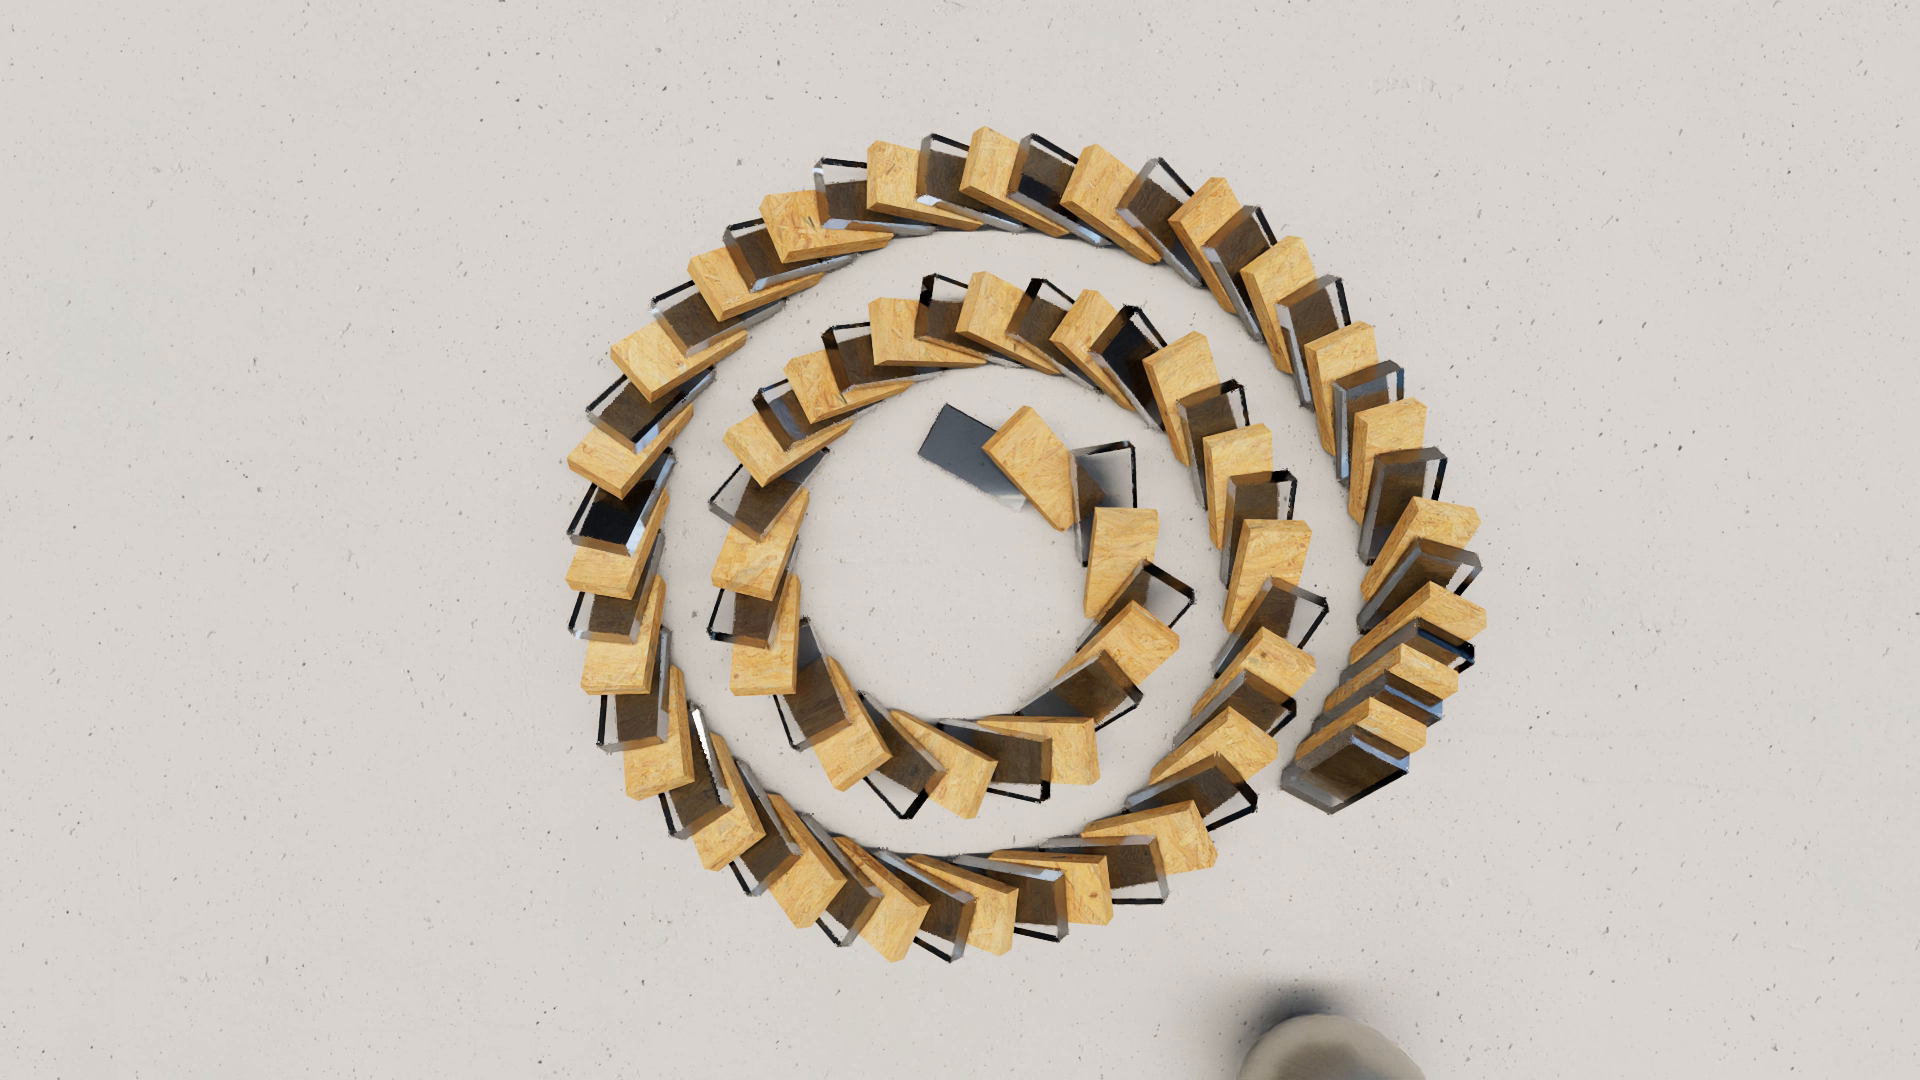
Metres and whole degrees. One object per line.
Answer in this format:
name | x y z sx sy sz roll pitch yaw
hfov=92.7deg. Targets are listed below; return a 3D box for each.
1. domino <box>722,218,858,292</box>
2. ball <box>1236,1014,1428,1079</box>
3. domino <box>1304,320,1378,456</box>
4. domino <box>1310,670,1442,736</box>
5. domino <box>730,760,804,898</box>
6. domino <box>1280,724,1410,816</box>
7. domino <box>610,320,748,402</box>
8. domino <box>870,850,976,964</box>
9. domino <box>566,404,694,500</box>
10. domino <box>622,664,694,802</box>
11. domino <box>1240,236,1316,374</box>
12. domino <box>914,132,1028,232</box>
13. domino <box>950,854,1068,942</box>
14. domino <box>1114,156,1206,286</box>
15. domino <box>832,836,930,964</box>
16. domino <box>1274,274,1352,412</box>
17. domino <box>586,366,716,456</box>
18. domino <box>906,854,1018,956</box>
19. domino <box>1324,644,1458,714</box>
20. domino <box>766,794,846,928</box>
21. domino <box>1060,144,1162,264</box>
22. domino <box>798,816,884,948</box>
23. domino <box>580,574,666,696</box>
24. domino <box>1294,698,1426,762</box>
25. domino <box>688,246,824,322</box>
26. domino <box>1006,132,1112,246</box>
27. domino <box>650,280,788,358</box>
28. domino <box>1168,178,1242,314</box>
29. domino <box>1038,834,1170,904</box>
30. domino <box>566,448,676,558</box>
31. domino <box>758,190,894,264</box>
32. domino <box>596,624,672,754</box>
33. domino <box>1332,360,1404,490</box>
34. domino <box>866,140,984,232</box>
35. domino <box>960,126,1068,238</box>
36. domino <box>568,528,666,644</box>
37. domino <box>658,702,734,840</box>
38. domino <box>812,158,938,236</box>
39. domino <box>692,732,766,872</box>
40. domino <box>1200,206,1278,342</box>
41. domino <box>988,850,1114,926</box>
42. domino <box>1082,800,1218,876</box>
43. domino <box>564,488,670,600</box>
domino | -0.070 -0.123 0.382 0.050 0.009 0.025 -28 88 -32
ball | 0.148 0.231 0.360 0.080 0.080 0.080 0 90 0
domino | 0.162 -0.063 0.383 0.025 0.010 0.050 -24 120 0
domino | 0.170 0.074 0.378 0.025 0.050 0.010 27 51 0
domino | -0.089 0.120 0.383 0.025 0.010 0.050 -43 58 0
domino | 0.157 0.095 0.378 0.025 0.050 0.010 27 51 0
domino | -0.117 -0.082 0.384 0.025 0.009 0.050 48 62 1
domino | -0.019 0.151 0.382 0.050 0.009 0.025 14 92 34
domino | -0.137 -0.044 0.384 0.025 0.010 0.050 30 61 0
domino | -0.127 0.080 0.382 0.025 0.010 0.050 -20 58 3
domino | 0.138 -0.098 0.383 0.025 0.010 0.050 -36 121 -3
domino | 0.007 -0.149 0.383 0.050 0.009 0.025 6 90 -30
domino | 0.020 0.149 0.382 0.050 0.009 0.025 -3 92 34
domino | 0.091 -0.133 0.384 0.050 0.009 0.025 34 90 -27
domino | -0.038 0.149 0.382 0.050 0.010 0.025 27 92 33
domino | 0.151 -0.082 0.383 0.025 0.010 0.050 -29 120 -2
domino | -0.129 -0.061 0.383 0.025 0.010 0.050 35 61 1
domino | -0.001 0.151 0.382 0.050 0.009 0.025 7 90 33
domino | 0.176 0.064 0.378 0.025 0.050 0.009 27 51 0
domino | -0.072 0.133 0.382 0.050 0.010 0.025 40 94 33
domino | 0.068 -0.140 0.384 0.050 0.009 0.025 23 90 -29
domino | -0.057 0.141 0.382 0.050 0.010 0.025 35 91 33
domino | -0.140 0.039 0.383 0.025 0.010 0.050 -2 59 0
domino | 0.164 0.085 0.378 0.025 0.050 0.010 27 51 0
domino | -0.085 -0.112 0.383 0.050 0.010 0.025 -32 90 -30
domino | 0.045 -0.146 0.383 0.050 0.010 0.025 17 87 -30
domino | -0.101 -0.099 0.385 0.050 0.010 0.025 -36 90 -27
domino | 0.110 -0.123 0.383 0.025 0.010 0.050 -45 121 0
domino | 0.060 0.138 0.383 0.050 0.010 0.025 -13 91 30
domino | -0.140 -0.019 0.382 0.025 0.010 0.050 12 59 3
domino | -0.055 -0.132 0.382 0.050 0.010 0.025 -21 86 -32
domino | -0.135 0.061 0.382 0.025 0.009 0.050 -11 59 3
domino | 0.170 -0.047 0.381 0.025 0.009 0.050 -21 126 -1
domino | -0.014 -0.147 0.383 0.050 0.009 0.025 1 89 -30
domino | 0.026 -0.149 0.383 0.050 0.009 0.025 14 88 -30
domino | -0.143 0.018 0.384 0.025 0.010 0.050 6 60 0
domino | -0.114 0.095 0.382 0.025 0.010 0.050 -33 56 3
domino | -0.035 -0.143 0.383 0.050 0.009 0.025 -7 88 -31
domino | -0.102 0.108 0.382 0.025 0.010 0.050 -38 56 2
domino | 0.123 -0.111 0.382 0.025 0.010 0.050 -43 121 -1
domino | 0.038 0.145 0.384 0.050 0.009 0.025 -7 90 28
domino | 0.079 0.127 0.383 0.050 0.010 0.025 -24 91 31
domino | -0.142 -0.001 0.383 0.025 0.009 0.050 9 59 1
